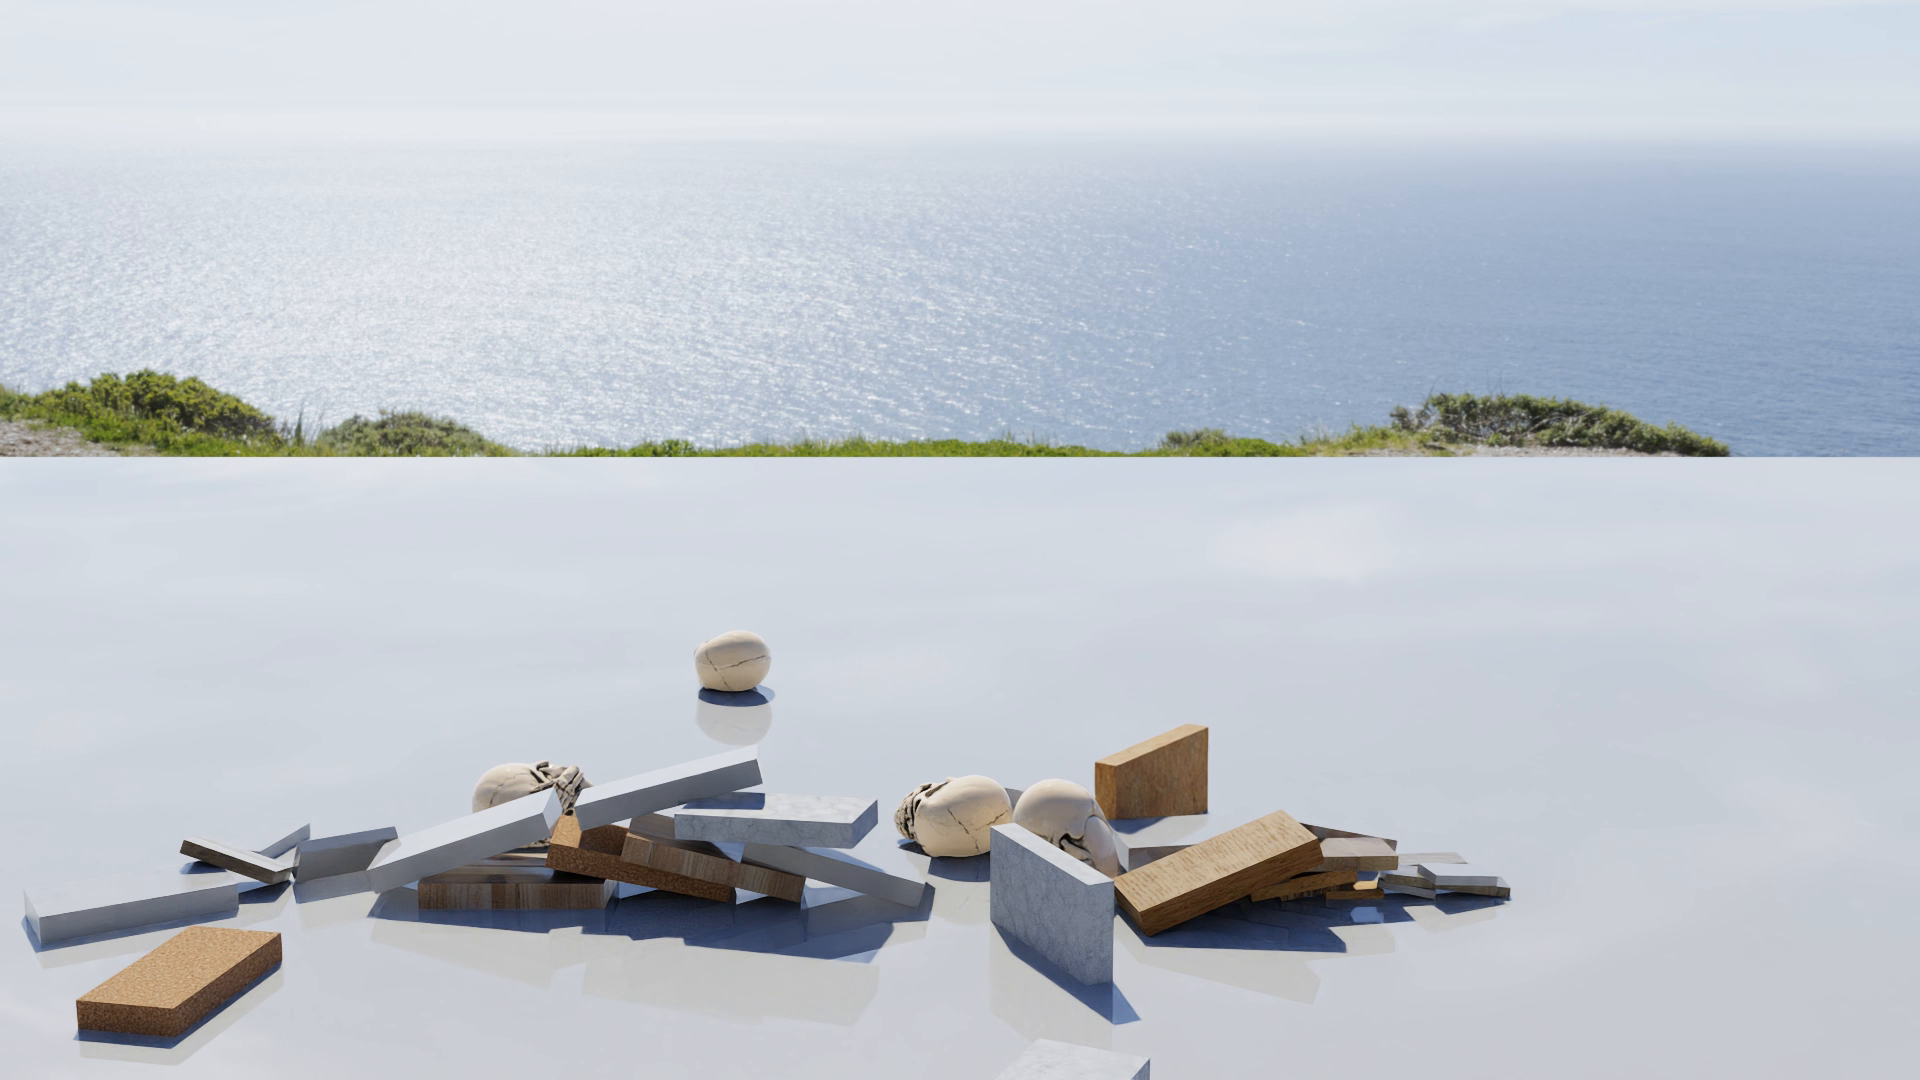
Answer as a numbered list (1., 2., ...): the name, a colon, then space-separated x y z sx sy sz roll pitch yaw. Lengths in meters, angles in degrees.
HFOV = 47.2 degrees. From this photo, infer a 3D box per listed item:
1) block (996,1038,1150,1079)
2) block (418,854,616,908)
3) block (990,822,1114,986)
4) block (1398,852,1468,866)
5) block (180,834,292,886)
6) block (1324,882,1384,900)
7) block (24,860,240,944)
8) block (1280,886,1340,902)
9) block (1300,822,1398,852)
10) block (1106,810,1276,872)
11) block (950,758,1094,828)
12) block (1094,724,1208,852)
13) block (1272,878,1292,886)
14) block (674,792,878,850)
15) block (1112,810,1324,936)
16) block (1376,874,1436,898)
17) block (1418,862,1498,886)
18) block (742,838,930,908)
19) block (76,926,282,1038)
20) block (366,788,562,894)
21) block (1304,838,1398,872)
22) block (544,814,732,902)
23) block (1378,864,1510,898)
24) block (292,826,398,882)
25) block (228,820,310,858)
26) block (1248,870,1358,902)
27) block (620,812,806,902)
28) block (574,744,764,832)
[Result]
1. block: 0.113 0.728 2.802 0.160 0.045 0.320 5 12 24
2. block: -0.733 0.568 3.668 0.304 0.043 0.152 0 11 0
3. block: 0.139 0.559 3.406 0.044 0.157 0.313 -5 12 -26
4. block: 0.809 0.558 3.797 0.118 0.017 0.059 -1 11 -7
5. block: -1.217 0.538 3.703 0.166 0.023 0.083 18 -1 3
6. block: 0.653 0.584 3.665 0.096 0.014 0.048 0 11 -2
7. block: -1.348 0.585 3.580 0.303 0.043 0.152 -6 12 -31
8. block: 0.577 0.577 3.655 0.096 0.014 0.048 -11 11 -2
9. block: 0.650 0.509 3.787 0.070 0.020 0.296 7 -7 41
10. block: 0.424 0.521 3.808 0.313 0.044 0.157 -2 11 -10
11. block: 0.157 0.476 4.159 0.319 0.045 0.160 7 12 32
12. block: 0.350 0.448 3.996 0.045 0.160 0.319 7 13 36
13. block: 0.454 0.556 3.648 0.177 0.025 0.089 -10 11 3
14. block: -0.299 0.456 3.599 0.300 0.042 0.150 1 9 14
15. block: 0.416 0.537 3.566 0.313 0.044 0.157 -21 14 -9
16. block: 0.745 0.576 3.668 0.096 0.014 0.048 10 10 10
17. block: 0.827 0.556 3.655 0.118 0.017 0.059 4 11 -20
18. block: -0.203 0.530 3.657 0.300 0.042 0.150 15 9 1
19. block: -1.145 0.647 3.243 0.152 0.043 0.303 2 11 11
20. block: -0.826 0.501 3.680 0.304 0.043 0.152 -18 10 0
21. block: 0.624 0.520 3.635 0.177 0.025 0.089 1 12 -9
22. block: -0.531 0.532 3.682 0.304 0.043 0.152 12 9 -6
23. block: 0.807 0.567 3.672 0.210 0.017 0.059 7 10 -3
24. block: -1.047 0.535 3.745 0.166 0.083 0.023 -6 50 -31
25. block: -1.233 0.535 3.901 0.083 0.023 0.166 3 11 13
26. block: 0.563 0.558 3.661 0.177 0.025 0.089 -11 11 -1
27. block: -0.404 0.522 3.644 0.300 0.042 0.150 14 9 -5
28. block: -0.485 0.414 3.693 0.308 0.043 0.152 -14 5 -3
